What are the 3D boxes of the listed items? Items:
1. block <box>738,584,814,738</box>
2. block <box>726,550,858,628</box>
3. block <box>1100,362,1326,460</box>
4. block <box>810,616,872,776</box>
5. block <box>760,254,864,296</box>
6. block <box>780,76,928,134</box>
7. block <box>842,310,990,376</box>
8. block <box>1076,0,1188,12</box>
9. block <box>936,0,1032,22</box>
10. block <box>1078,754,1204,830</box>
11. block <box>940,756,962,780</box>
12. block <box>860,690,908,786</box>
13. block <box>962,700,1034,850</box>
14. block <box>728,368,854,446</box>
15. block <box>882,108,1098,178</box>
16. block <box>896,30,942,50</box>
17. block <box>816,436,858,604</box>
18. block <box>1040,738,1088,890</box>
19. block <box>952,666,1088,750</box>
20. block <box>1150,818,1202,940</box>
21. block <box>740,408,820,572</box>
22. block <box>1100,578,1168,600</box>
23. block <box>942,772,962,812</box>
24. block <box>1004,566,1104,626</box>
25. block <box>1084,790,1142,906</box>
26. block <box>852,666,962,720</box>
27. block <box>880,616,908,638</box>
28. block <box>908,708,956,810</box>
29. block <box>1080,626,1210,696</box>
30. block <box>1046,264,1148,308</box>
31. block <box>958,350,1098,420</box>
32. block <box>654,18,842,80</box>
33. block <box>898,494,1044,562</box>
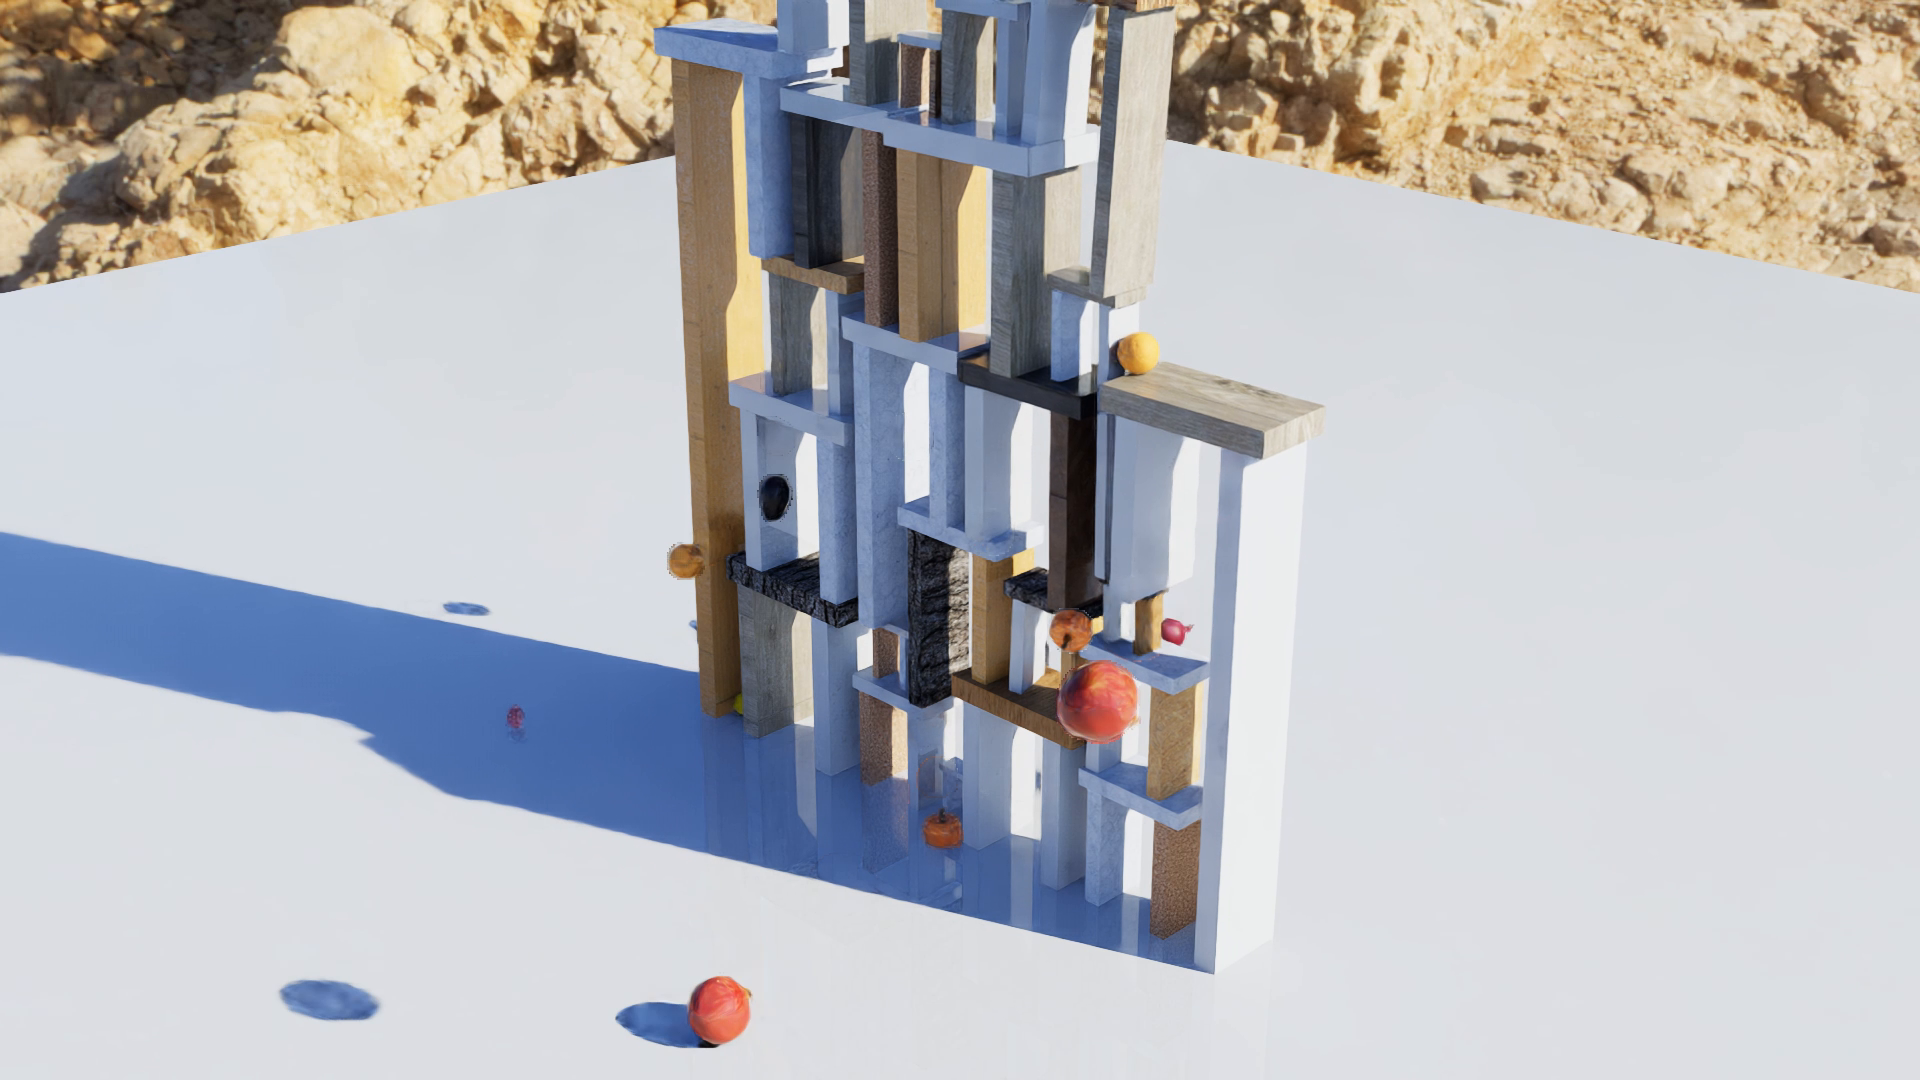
[{"bbox_3d":[-0.391,0.235,4.754,0.050,0.353,0.176,21,31,41],"label":"block"},{"bbox_3d":[-0.308,0.082,4.599,0.176,0.050,0.353,-21,31,-41],"label":"block"},{"bbox_3d":[0.419,-0.219,3.669,0.339,0.048,0.170,20,30,39],"label":"block"},{"bbox_3d":[-0.225,0.301,4.601,0.176,0.353,0.050,-21,31,-40],"label":"block"},{"bbox_3d":[-0.260,-0.532,4.284,0.248,0.035,0.124,21,31,40],"label":"block"},{"bbox_3d":[-0.181,-0.808,4.077,0.148,0.042,0.296,-21,31,-41],"label":"block"},{"bbox_3d":[-0.060,-0.383,4.128,0.155,0.044,0.310,-21,31,-40],"label":"block"},{"bbox_3d":[0.236,-0.901,3.579,0.124,0.035,0.248,-21,31,-40],"label":"block"},{"bbox_3d":[0.061,-0.920,3.762,0.099,0.028,0.197,-22,31,-40],"label":"block"},{"bbox_3d":[0.347,0.454,4.034,0.239,0.034,0.120,21,31,41],"label":"block"},{"bbox_3d":[0.007,0.463,4.419,0.091,0.013,0.045,21,31,41],"label":"block"},{"bbox_3d":[-0.158,0.394,4.561,0.030,0.212,0.106,21,31,41],"label":"block"},{"bbox_3d":[0.077,0.438,4.327,0.044,0.314,0.157,21,31,41],"label":"block"},{"bbox_3d":[-0.286,-0.276,4.424,0.348,0.049,0.174,21,31,41],"label":"block"},{"bbox_3d":[0.050,-0.706,3.865,0.353,0.050,0.176,21,31,40],"label":"block"},{"bbox_3d":[-0.053,-0.886,3.896,0.057,0.016,0.113,-21,31,-40],"label":"block"},{"bbox_3d":[-0.204,-0.061,4.427,0.049,0.348,0.174,21,31,41],"label":"block"},{"bbox_3d":[0.225,0.496,4.191,0.044,0.314,0.157,21,31,41],"label":"block"},{"bbox_3d":[0.151,0.302,4.189,0.157,0.044,0.314,-21,31,-41],"label":"block"},{"bbox_3d":[0.404,0.602,4.035,0.120,0.239,0.034,-21,31,-41],"label":"block"},{"bbox_3d":[-0.368,-0.125,4.578,0.174,0.348,0.049,-21,31,-41],"label":"block"},{"bbox_3d":[0.310,0.076,3.924,0.057,0.016,0.113,-21,31,-40],"label":"block"},{"bbox_3d":[-0.015,0.503,4.459,0.013,0.091,0.045,21,31,41],"label":"block"},{"bbox_3d":[0.183,0.102,4.072,0.096,0.027,0.193,-21,31,-41],"label":"block"},{"bbox_3d":[0.290,0.558,4.139,0.120,0.239,0.034,-21,31,-41],"label":"block"},{"bbox_3d":[-0.108,0.302,4.467,0.212,0.030,0.106,21,31,41],"label":"block"},{"bbox_3d":[-0.122,0.165,4.422,0.060,0.017,0.120,-21,31,-40],"label":"block"},{"bbox_3d":[-0.058,0.433,4.468,0.030,0.212,0.106,21,31,41],"label":"block"},{"bbox_3d":[0.335,0.212,3.954,0.111,0.031,0.221,-21,31,-40],"label":"block"},{"bbox_3d":[0.234,-0.437,3.782,0.081,0.023,0.161,-21,33,-40],"label":"block"},{"bbox_3d":[0.155,-0.287,3.932,0.149,0.042,0.299,-21,31,-40],"label":"block"},{"bbox_3d":[-0.413,-0.956,4.266,0.355,0.050,0.177,21,31,41],"label":"block"},{"bbox_3d":[0.019,-0.030,4.193,0.131,0.037,0.263,-21,31,-41],"label":"block"}]
